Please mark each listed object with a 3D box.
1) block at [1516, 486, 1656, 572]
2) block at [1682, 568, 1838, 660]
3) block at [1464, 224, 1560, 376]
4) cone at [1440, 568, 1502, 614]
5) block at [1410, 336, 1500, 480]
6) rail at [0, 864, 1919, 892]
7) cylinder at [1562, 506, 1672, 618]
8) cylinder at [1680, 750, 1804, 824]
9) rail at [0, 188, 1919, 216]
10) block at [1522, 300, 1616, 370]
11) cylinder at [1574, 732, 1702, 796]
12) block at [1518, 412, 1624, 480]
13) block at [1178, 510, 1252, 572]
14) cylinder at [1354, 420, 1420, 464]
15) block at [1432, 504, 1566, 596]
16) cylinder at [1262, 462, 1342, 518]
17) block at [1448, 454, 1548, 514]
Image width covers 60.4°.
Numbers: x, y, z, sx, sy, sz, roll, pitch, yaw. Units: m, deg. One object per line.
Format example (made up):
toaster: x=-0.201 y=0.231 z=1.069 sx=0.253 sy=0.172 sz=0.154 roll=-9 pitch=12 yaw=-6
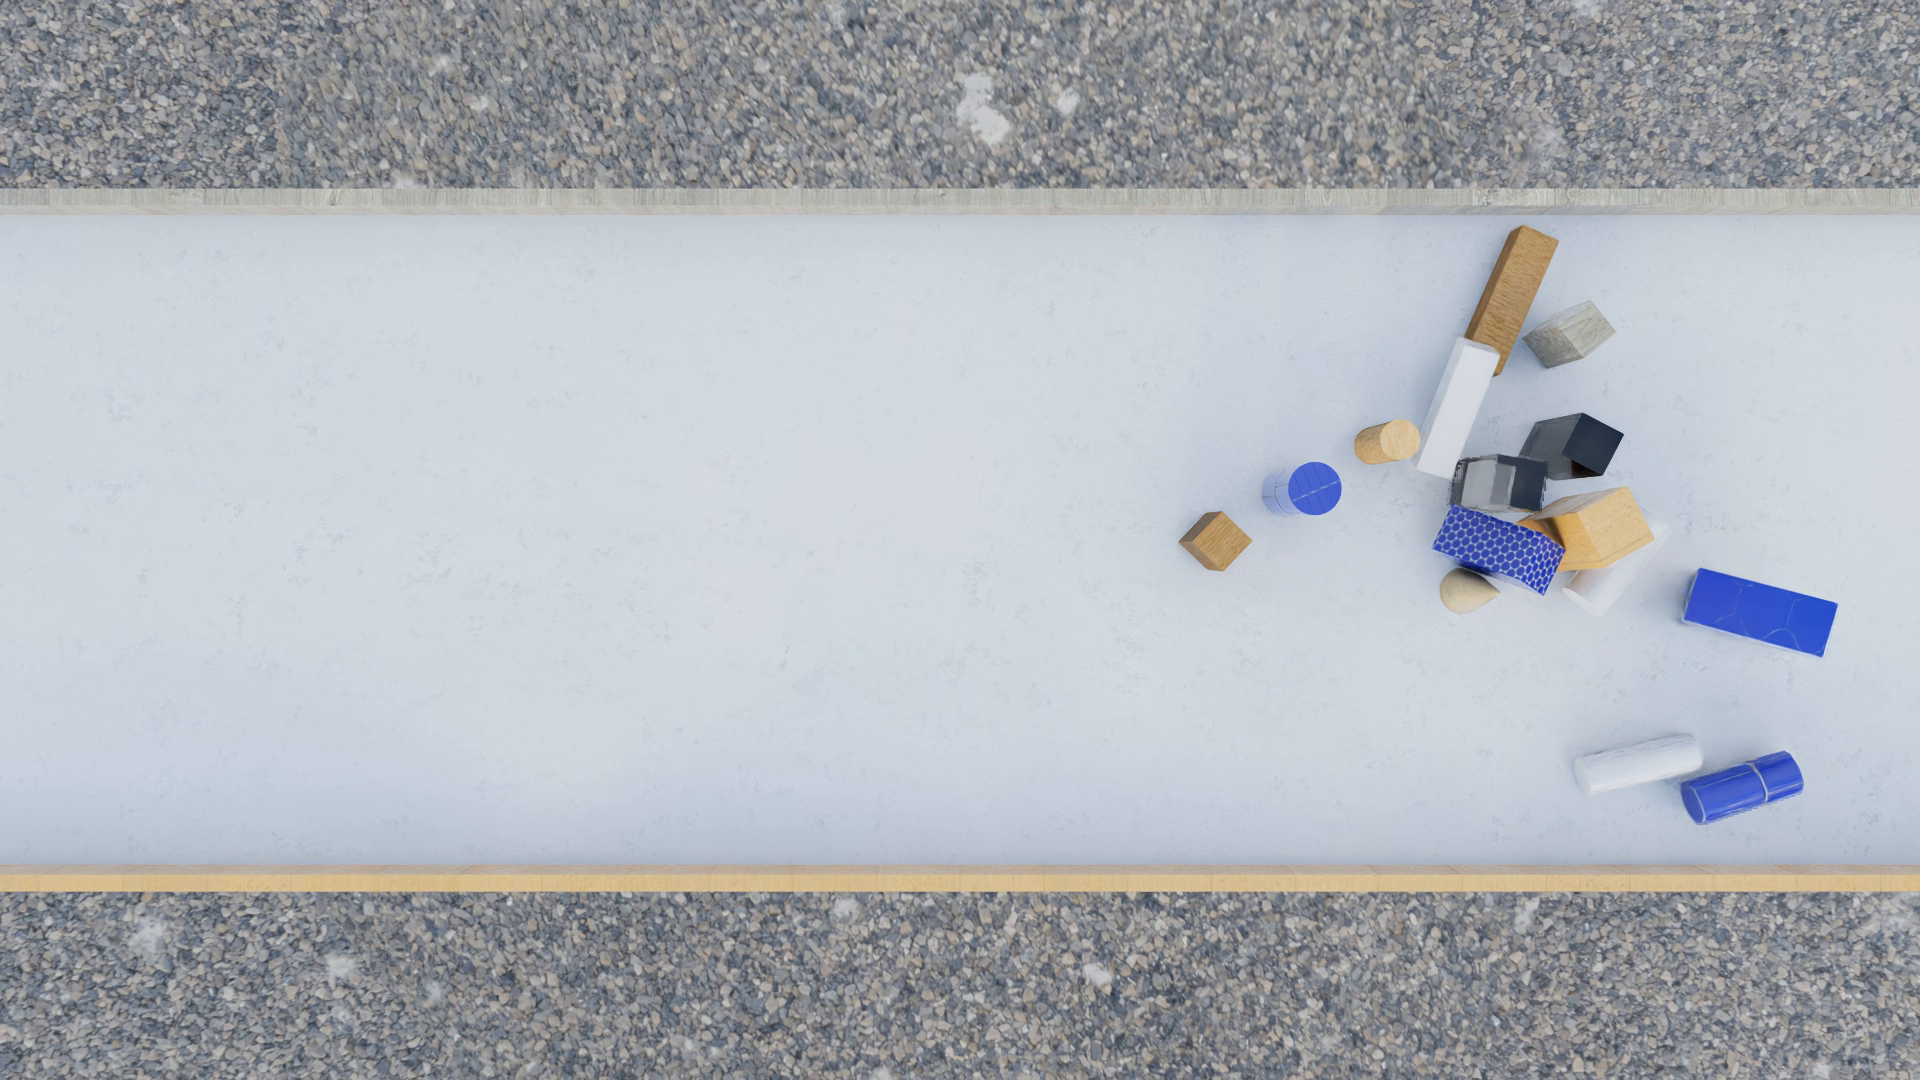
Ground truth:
block: x=1.839 y=-0.027 z=4.872 sx=0.173 sy=0.390 sz=0.173 roll=-27 pitch=90 yaw=-8
block: x=2.384 y=0.219 z=4.929 sx=0.382 sy=0.163 sz=0.163 roll=17 pitch=90 yaw=22
block: x=1.659 y=-0.723 z=5.016 sx=0.120 sy=0.120 sz=0.440 roll=24 pitch=90 yaw=0
cone: x=1.548 y=0.154 z=4.892 sx=0.144 sy=0.368 sz=0.144 roll=0 pitch=89 yaw=0
block: x=1.485 y=-0.396 z=4.954 sx=0.108 sy=0.108 sz=0.400 roll=16 pitch=111 yaw=0
rail: x=-2.247 y=1.025 z=5.001 sx=12.000 sy=0.150 sz=0.050 roll=0 pitch=90 yaw=0
cylinder: x=1.994 y=0.064 z=5.007 sx=0.139 sy=0.139 sz=0.328 roll=40 pitch=90 yaw=0
cylinder: x=2.373 y=0.750 z=5.011 sx=0.315 sy=0.132 sz=0.132 roll=-18 pitch=90 yaw=0
rail: x=-2.247 y=-1.025 z=5.002 sx=12.000 sy=0.150 sz=0.050 roll=0 pitch=90 yaw=0
block: x=1.816 y=-0.611 z=4.925 sx=0.121 sy=0.303 sz=0.121 roll=-39 pitch=90 yaw=0
cylinder: x=2.061 y=0.682 z=5.018 sx=0.342 sy=0.117 sz=0.117 roll=-13 pitch=90 yaw=0
block: x=1.800 y=-0.273 z=4.884 sx=0.134 sy=0.385 sz=0.134 roll=27 pitch=90 yaw=0
block: x=0.759 y=0.004 z=4.920 sx=0.124 sy=0.312 sz=0.124 roll=44 pitch=90 yaw=0
cylinder: x=1.271 y=-0.290 z=4.919 sx=0.117 sy=0.314 sz=0.117 roll=0 pitch=90 yaw=0
block: x=1.599 y=0.028 z=4.907 sx=0.150 sy=0.319 sz=0.150 roll=26 pitch=90 yaw=-41
cylinder: x=1.004 y=-0.145 z=4.871 sx=0.152 sy=0.410 sz=0.152 roll=0 pitch=90 yaw=0
block: x=1.587 y=-0.163 z=4.882 sx=0.141 sy=0.387 sz=0.141 roll=10 pitch=90 yaw=-1
